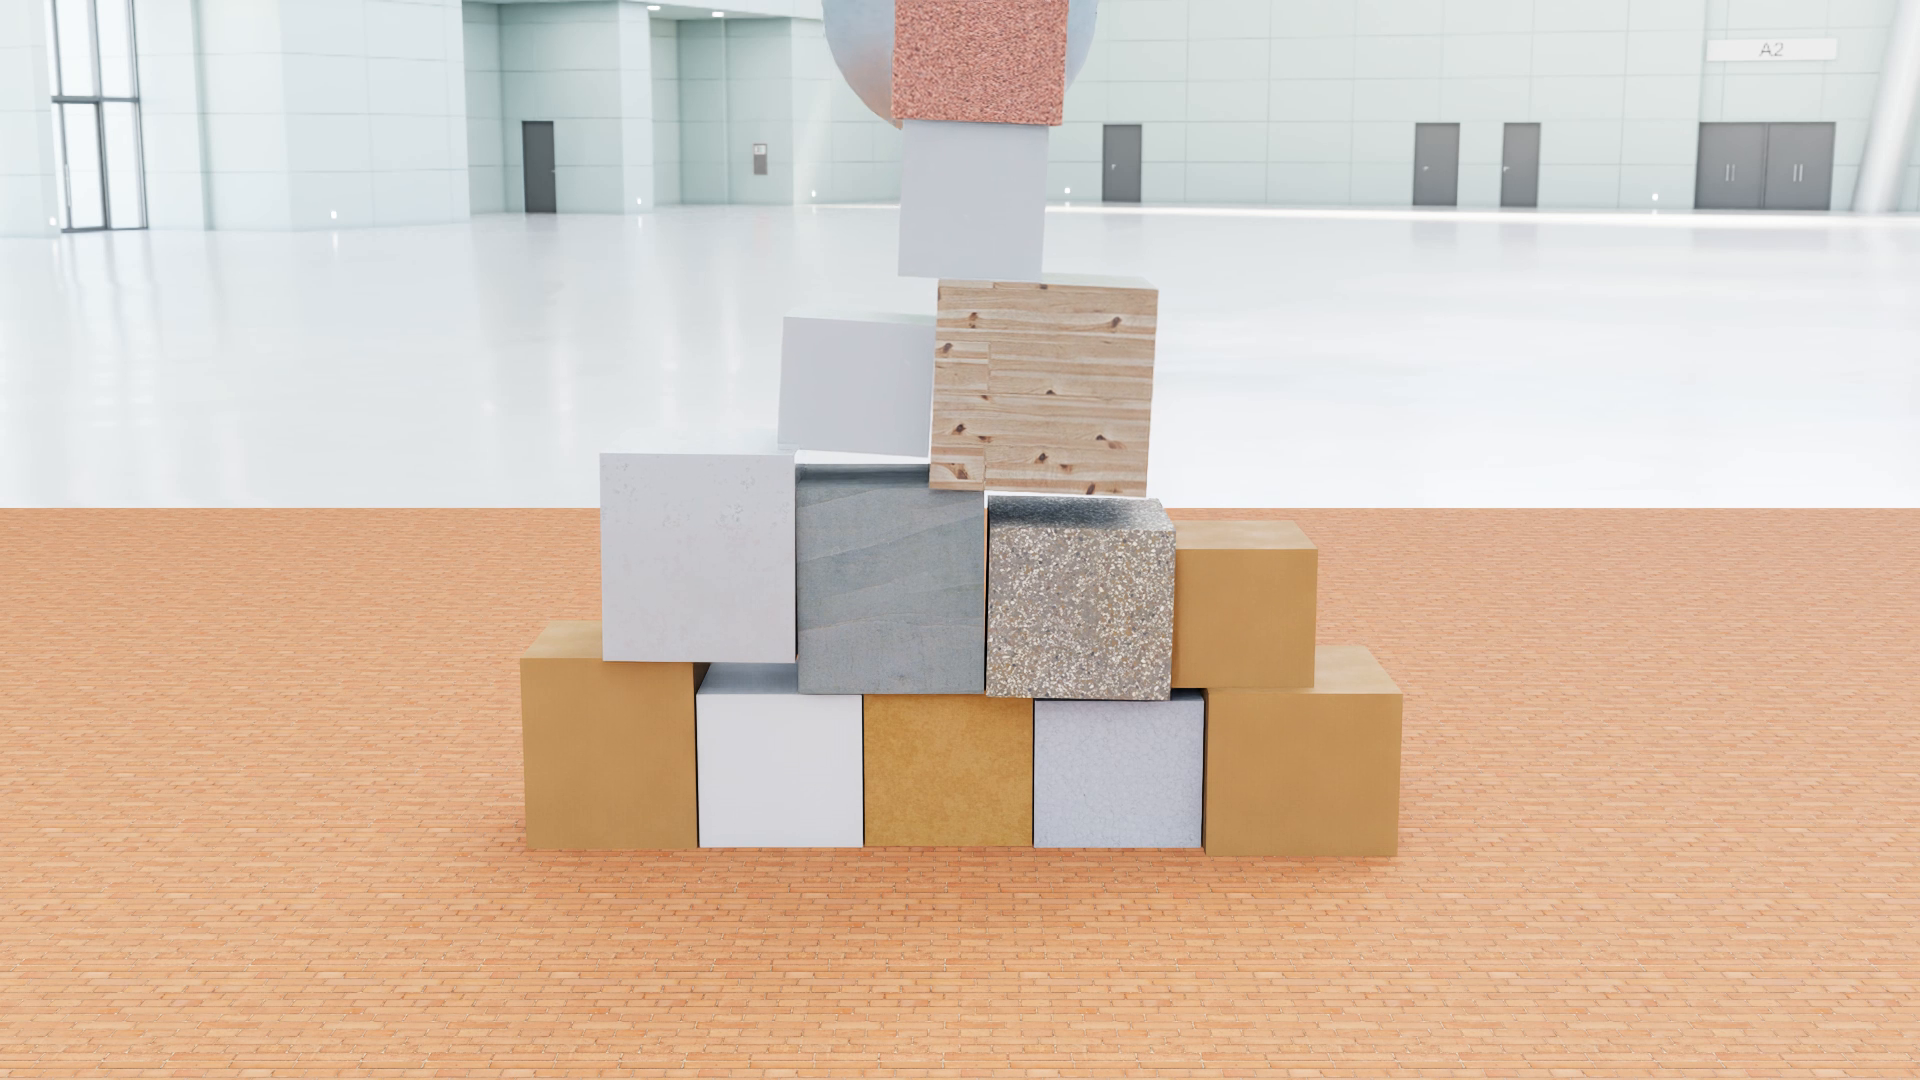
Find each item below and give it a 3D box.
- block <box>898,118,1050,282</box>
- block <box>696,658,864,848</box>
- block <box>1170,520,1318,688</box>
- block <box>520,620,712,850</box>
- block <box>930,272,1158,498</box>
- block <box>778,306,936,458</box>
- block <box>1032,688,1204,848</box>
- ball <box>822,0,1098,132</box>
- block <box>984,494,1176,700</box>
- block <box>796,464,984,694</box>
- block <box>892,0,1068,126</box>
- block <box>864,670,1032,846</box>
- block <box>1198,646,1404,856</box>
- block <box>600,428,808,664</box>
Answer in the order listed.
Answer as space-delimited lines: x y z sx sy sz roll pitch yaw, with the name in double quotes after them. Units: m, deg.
0.062 -1.685 10.865 0.691 0.747 0.732 3 10 0 "block"
-0.899 1.088 11.372 0.820 0.791 0.772 0 10 0 "block"
1.401 0.315 11.242 0.709 0.698 0.820 0 10 0 "block"
-1.747 0.990 11.374 0.855 0.983 0.866 0 10 0 "block"
0.399 -0.810 11.043 1.053 1.008 0.972 3 10 0 "block"
-0.506 -0.803 11.054 0.744 0.648 0.659 4 10 -1 "block"
0.793 1.106 11.367 0.839 0.758 0.764 0 10 0 "block"
0.000 -3.104 12.724 1.600 1.600 1.600 0 10 0 "ball"
0.589 0.275 11.219 0.903 0.845 0.994 1 10 0 "block"
-0.340 0.180 11.214 0.918 1.024 0.865 0 10 0 "block"
0.097 -2.444 10.741 0.809 0.792 0.832 3 10 0 "block"
-0.058 1.077 11.394 0.842 0.805 0.771 0 10 0 "block"
1.698 1.068 11.373 0.952 0.830 1.044 0 10 0 "block"
-1.274 0.005 11.165 0.941 1.029 0.966 1 10 0 "block"
